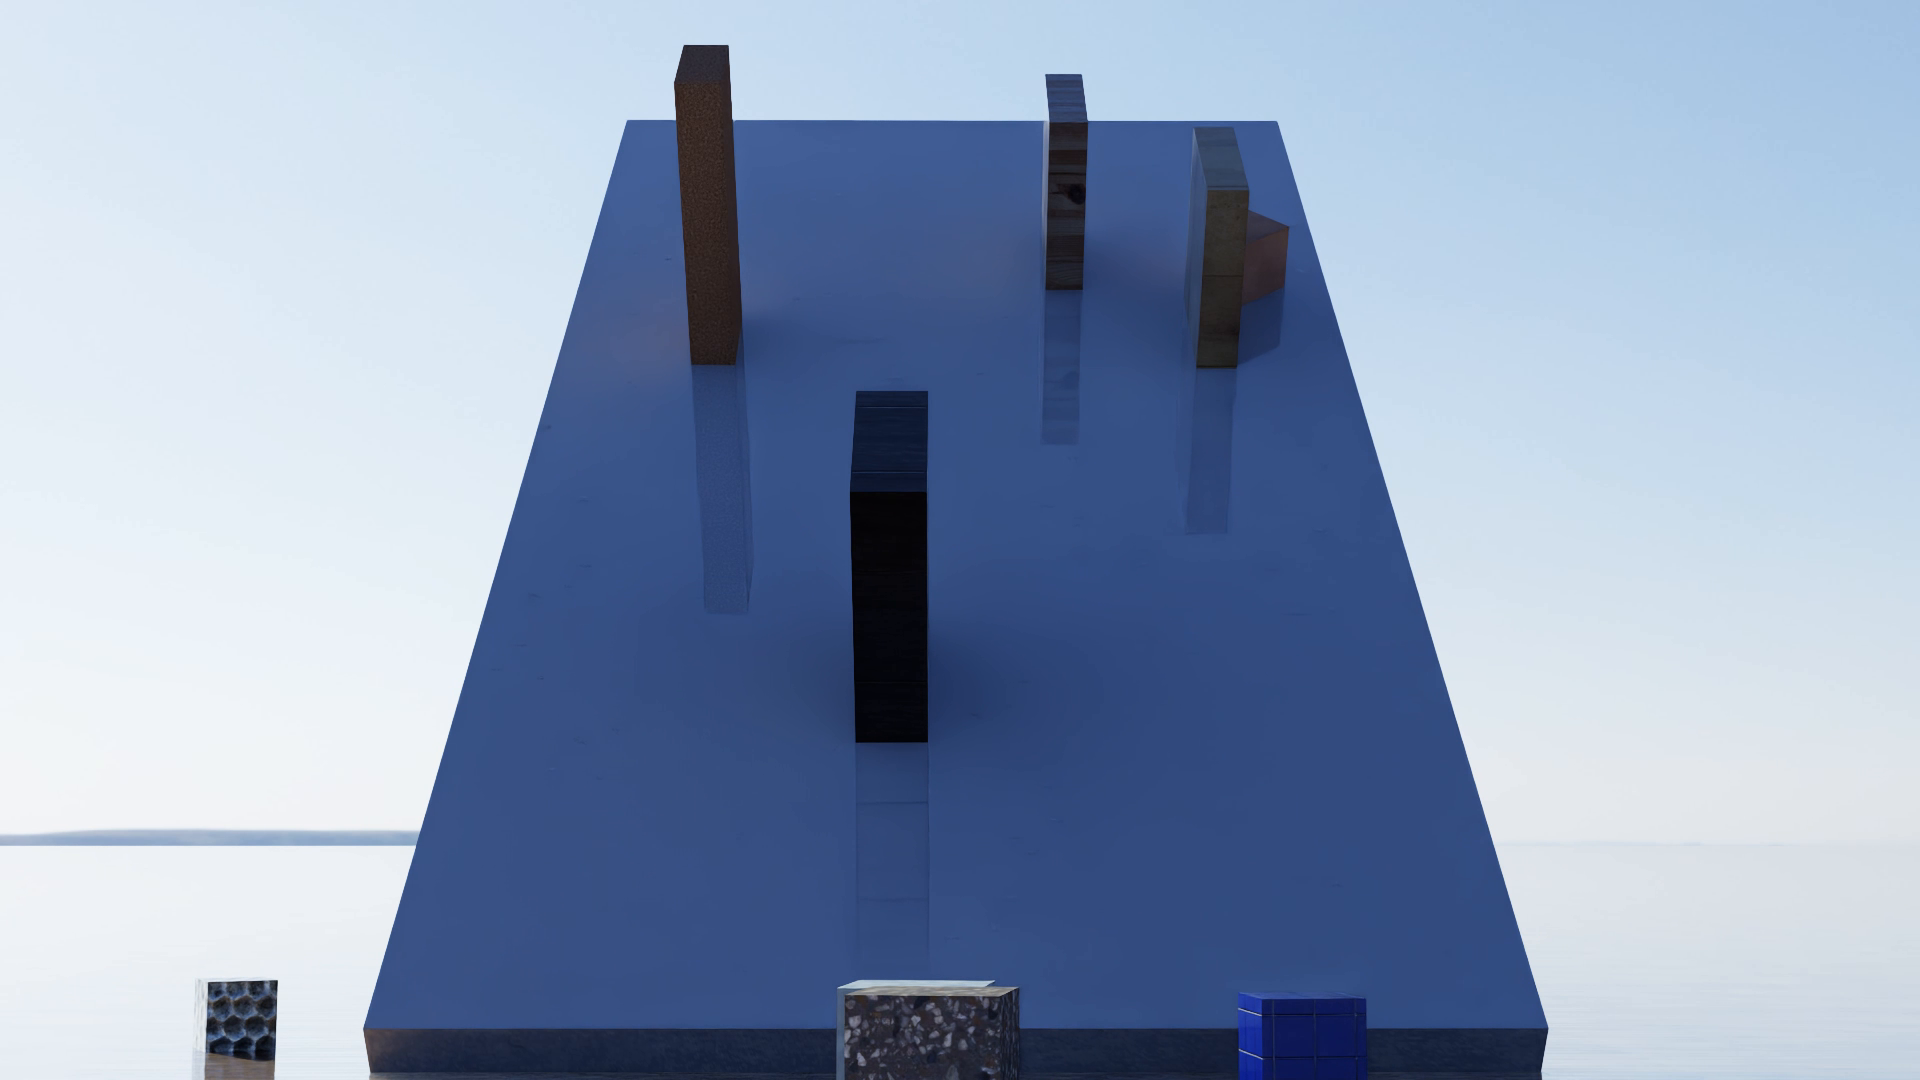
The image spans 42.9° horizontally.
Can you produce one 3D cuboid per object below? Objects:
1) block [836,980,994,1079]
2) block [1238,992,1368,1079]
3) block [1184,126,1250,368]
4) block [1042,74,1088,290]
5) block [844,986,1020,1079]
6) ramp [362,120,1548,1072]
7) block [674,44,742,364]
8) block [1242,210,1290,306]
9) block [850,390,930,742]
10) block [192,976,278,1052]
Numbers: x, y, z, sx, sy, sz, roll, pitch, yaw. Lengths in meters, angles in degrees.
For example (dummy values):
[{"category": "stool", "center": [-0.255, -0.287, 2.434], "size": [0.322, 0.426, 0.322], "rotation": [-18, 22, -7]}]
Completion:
[{"category": "block", "center": [-0.058, 0.713, 3.381], "size": [0.195, 0.195, 0.195], "rotation": [-1, -7, 7]}, {"category": "block", "center": [0.518, 0.771, 3.706], "size": [0.159, 0.159, 0.159], "rotation": [1, -7, -6]}, {"category": "block", "center": [0.645, -0.741, 6.180], "size": [0.101, 0.485, 0.395], "rotation": [0, 32, 0]}, {"category": "block", "center": [0.277, -0.959, 6.537], "size": [0.099, 0.475, 0.339], "rotation": [0, 32, 0]}, {"category": "block", "center": [-0.034, 0.687, 3.177], "size": [0.198, 0.198, 0.198], "rotation": [-1, -7, 8]}, {"category": "ramp", "center": [-0.015, -0.191, 5.846], "size": [2.000, 0.100, 4.000], "rotation": [0, 32, 0]}, {"category": "block", "center": [-0.620, -0.825, 6.059], "size": [0.111, 0.747, 0.254], "rotation": [0, 32, 0]}, {"category": "block", "center": [0.743, -0.755, 6.495], "size": [0.176, 0.176, 0.176], "rotation": [-26, 40, -35]}, {"category": "block", "center": [-0.134, 0.052, 4.817], "size": [0.142, 0.574, 0.389], "rotation": [0, 32, 0]}, {"category": "block", "center": [-1.382, 0.903, 4.659], "size": [0.130, 0.130, 0.130], "rotation": [4, -8, -27]}]
